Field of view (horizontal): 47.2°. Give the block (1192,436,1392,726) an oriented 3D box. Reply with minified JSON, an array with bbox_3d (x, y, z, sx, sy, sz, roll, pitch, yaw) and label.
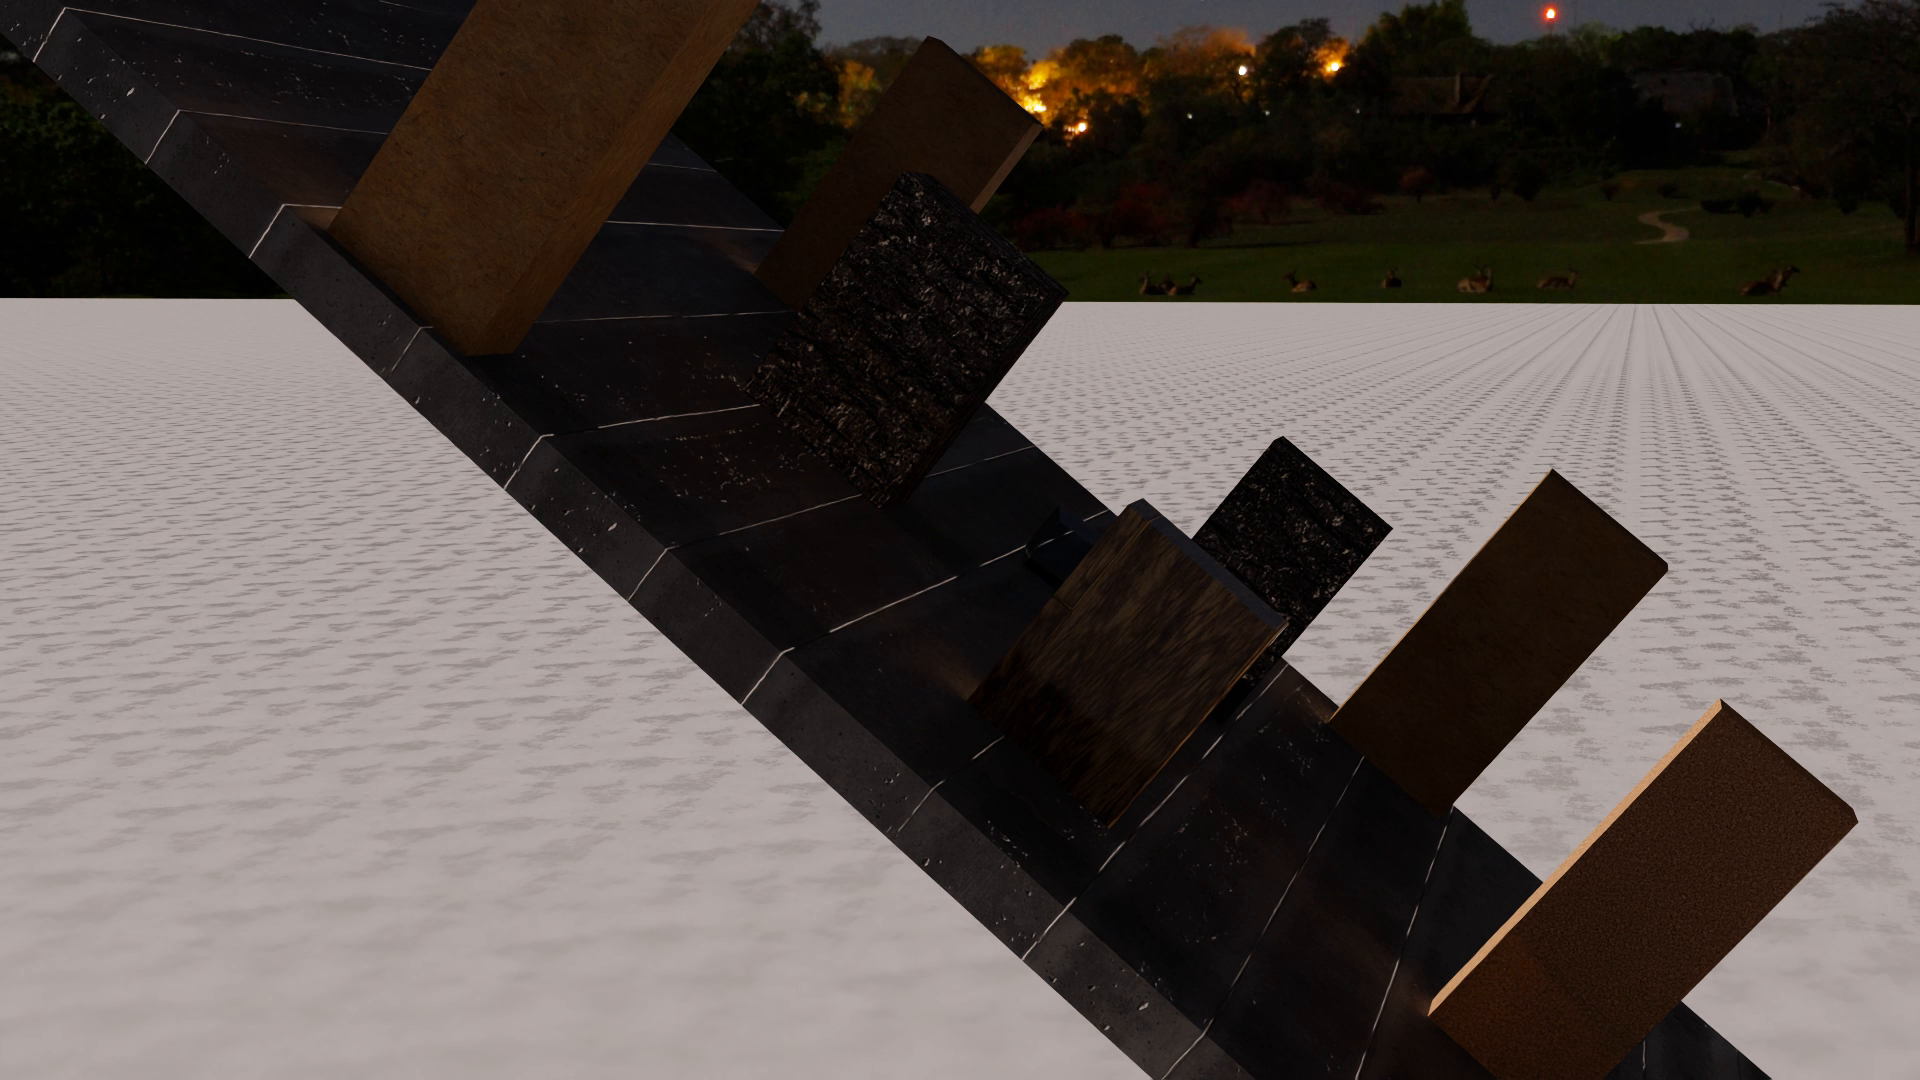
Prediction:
[{"bbox_3d":[0.555,0.077,4.174,0.271,0.482,0.106,41,16,9],"label":"block"}]

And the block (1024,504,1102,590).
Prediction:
[{"bbox_3d":[0.201,0.022,4.225,0.112,0.112,0.112,36,16,-8],"label":"block"}]

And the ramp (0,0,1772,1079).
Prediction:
[{"bbox_3d":[-0.010,0.060,4.045,4.000,0.100,2.000,41,16,9],"label":"ramp"}]

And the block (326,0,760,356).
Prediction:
[{"bbox_3d":[-0.577,-0.661,3.191,0.290,0.773,0.142,41,16,9],"label":"block"}]

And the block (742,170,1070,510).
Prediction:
[{"bbox_3d":[-0.098,-0.354,3.913,0.334,0.490,0.149,41,16,9],"label":"block"}]

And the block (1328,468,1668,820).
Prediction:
[{"bbox_3d":[1.125,0.220,4.622,0.305,0.704,0.123,41,16,9],"label":"block"}]

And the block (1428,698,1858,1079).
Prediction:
[{"bbox_3d":[1.082,0.600,3.521,0.263,0.690,0.093,41,16,9],"label":"block"}]

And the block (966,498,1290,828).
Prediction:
[{"bbox_3d":[0.255,0.188,3.365,0.294,0.402,0.105,41,16,9],"label":"block"}]

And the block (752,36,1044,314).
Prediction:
[{"bbox_3d":[-0.131,-0.701,4.553,0.285,0.617,0.091,41,16,9],"label":"block"}]
